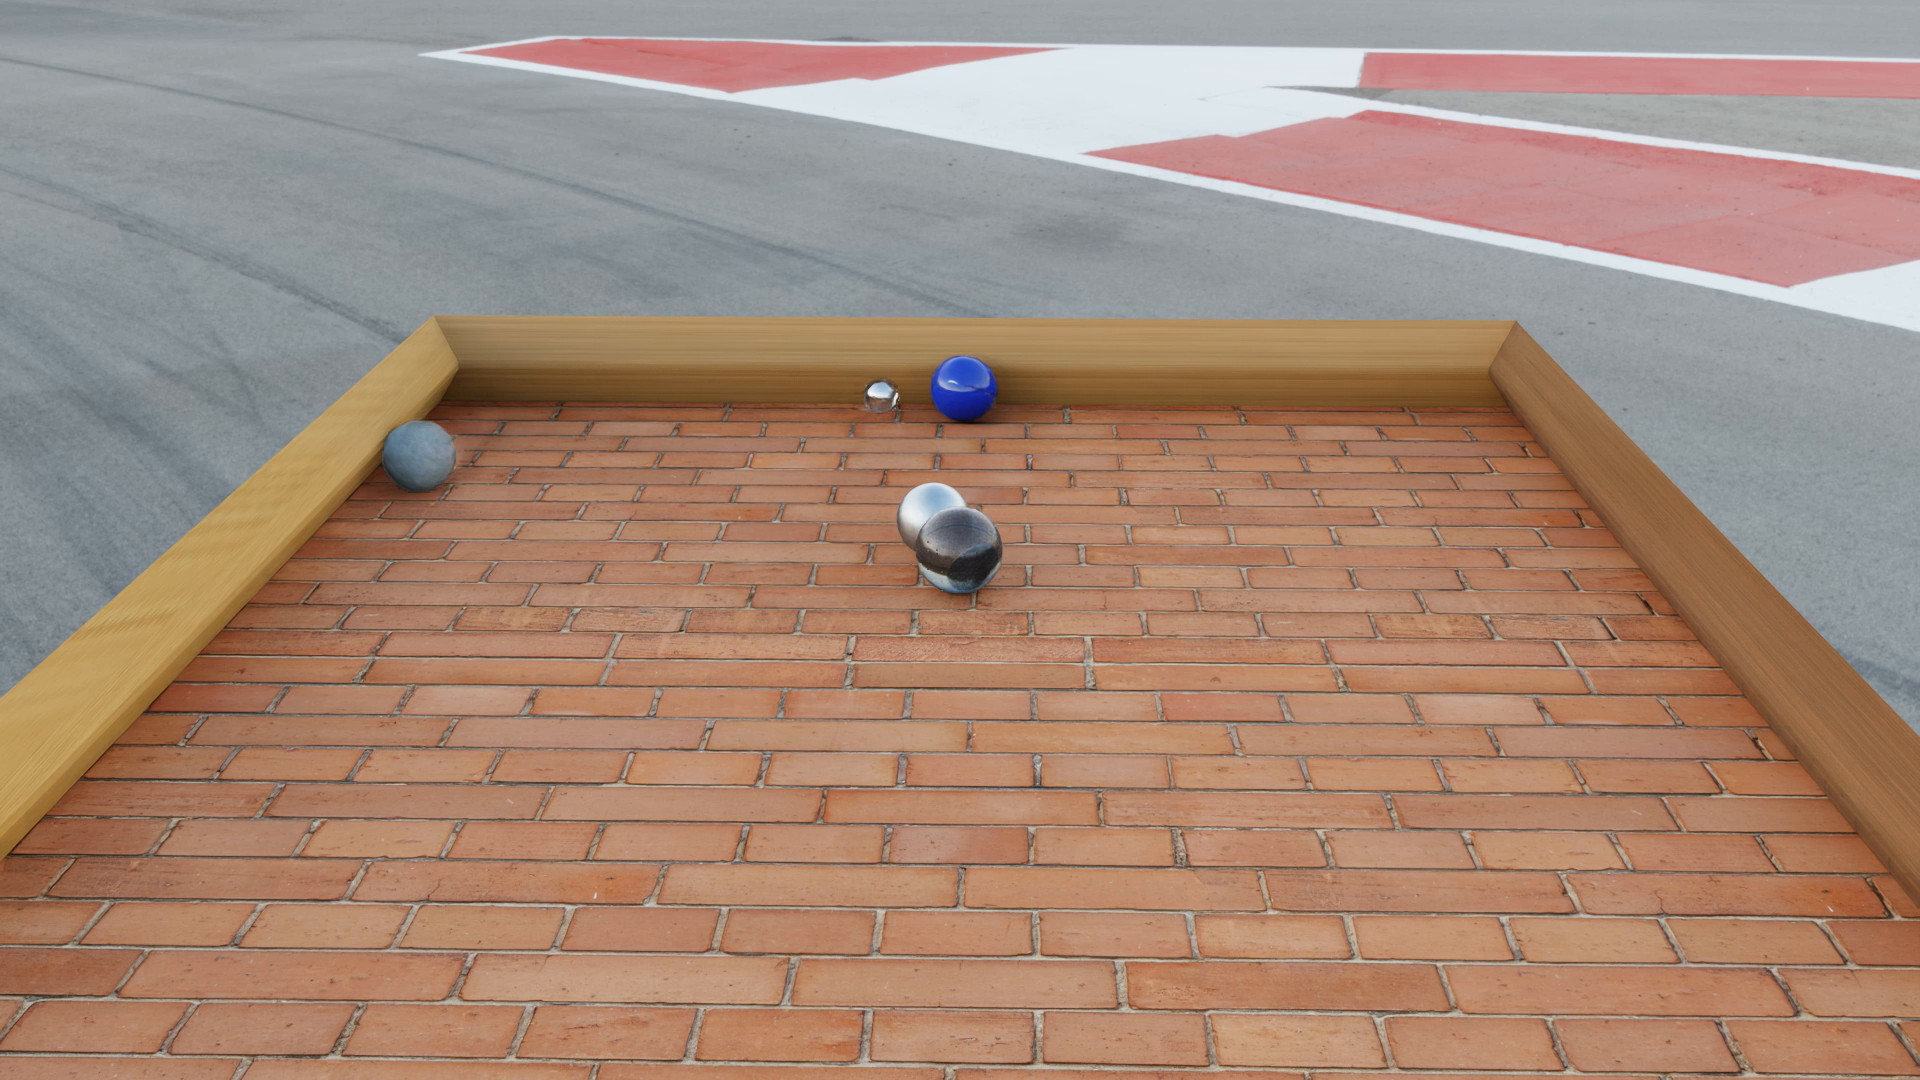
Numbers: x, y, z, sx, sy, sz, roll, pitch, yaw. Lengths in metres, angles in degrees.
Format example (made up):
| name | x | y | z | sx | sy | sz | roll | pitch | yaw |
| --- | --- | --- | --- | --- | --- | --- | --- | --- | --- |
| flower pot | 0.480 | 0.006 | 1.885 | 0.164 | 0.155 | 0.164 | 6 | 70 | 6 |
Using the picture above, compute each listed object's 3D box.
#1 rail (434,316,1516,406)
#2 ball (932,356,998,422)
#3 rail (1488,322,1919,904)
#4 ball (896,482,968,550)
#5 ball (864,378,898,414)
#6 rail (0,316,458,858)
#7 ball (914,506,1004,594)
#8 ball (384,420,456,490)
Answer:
| name | x | y | z | sx | sy | sz | roll | pitch | yaw |
| --- | --- | --- | --- | --- | --- | --- | --- | --- | --- |
| rail | 0.017 | -0.256 | 3.219 | 1.590 | 0.129 | 0.045 | 0 | 19 | 1 |
| ball | 0.006 | -0.218 | 3.161 | 0.095 | 0.095 | 0.095 | 0 | 19 | 0 |
| rail | 0.754 | 0.224 | 1.788 | 0.045 | 0.129 | 3.033 | 0 | 19 | 1 |
| ball | -0.031 | -0.024 | 2.595 | 0.088 | 0.088 | 0.088 | 0 | 19 | 0 |
| ball | -0.116 | -0.210 | 3.210 | 0.050 | 0.050 | 0.050 | 0 | 19 | 0 |
| rail | -0.788 | 0.213 | 1.821 | 0.045 | 0.129 | 3.033 | 0 | 19 | 1 |
| ball | -0.001 | 0.011 | 2.471 | 0.099 | 0.099 | 0.099 | 0 | 19 | 0 |
| ball | -0.698 | -0.109 | 2.842 | 0.092 | 0.092 | 0.092 | 0 | 19 | 0 |
